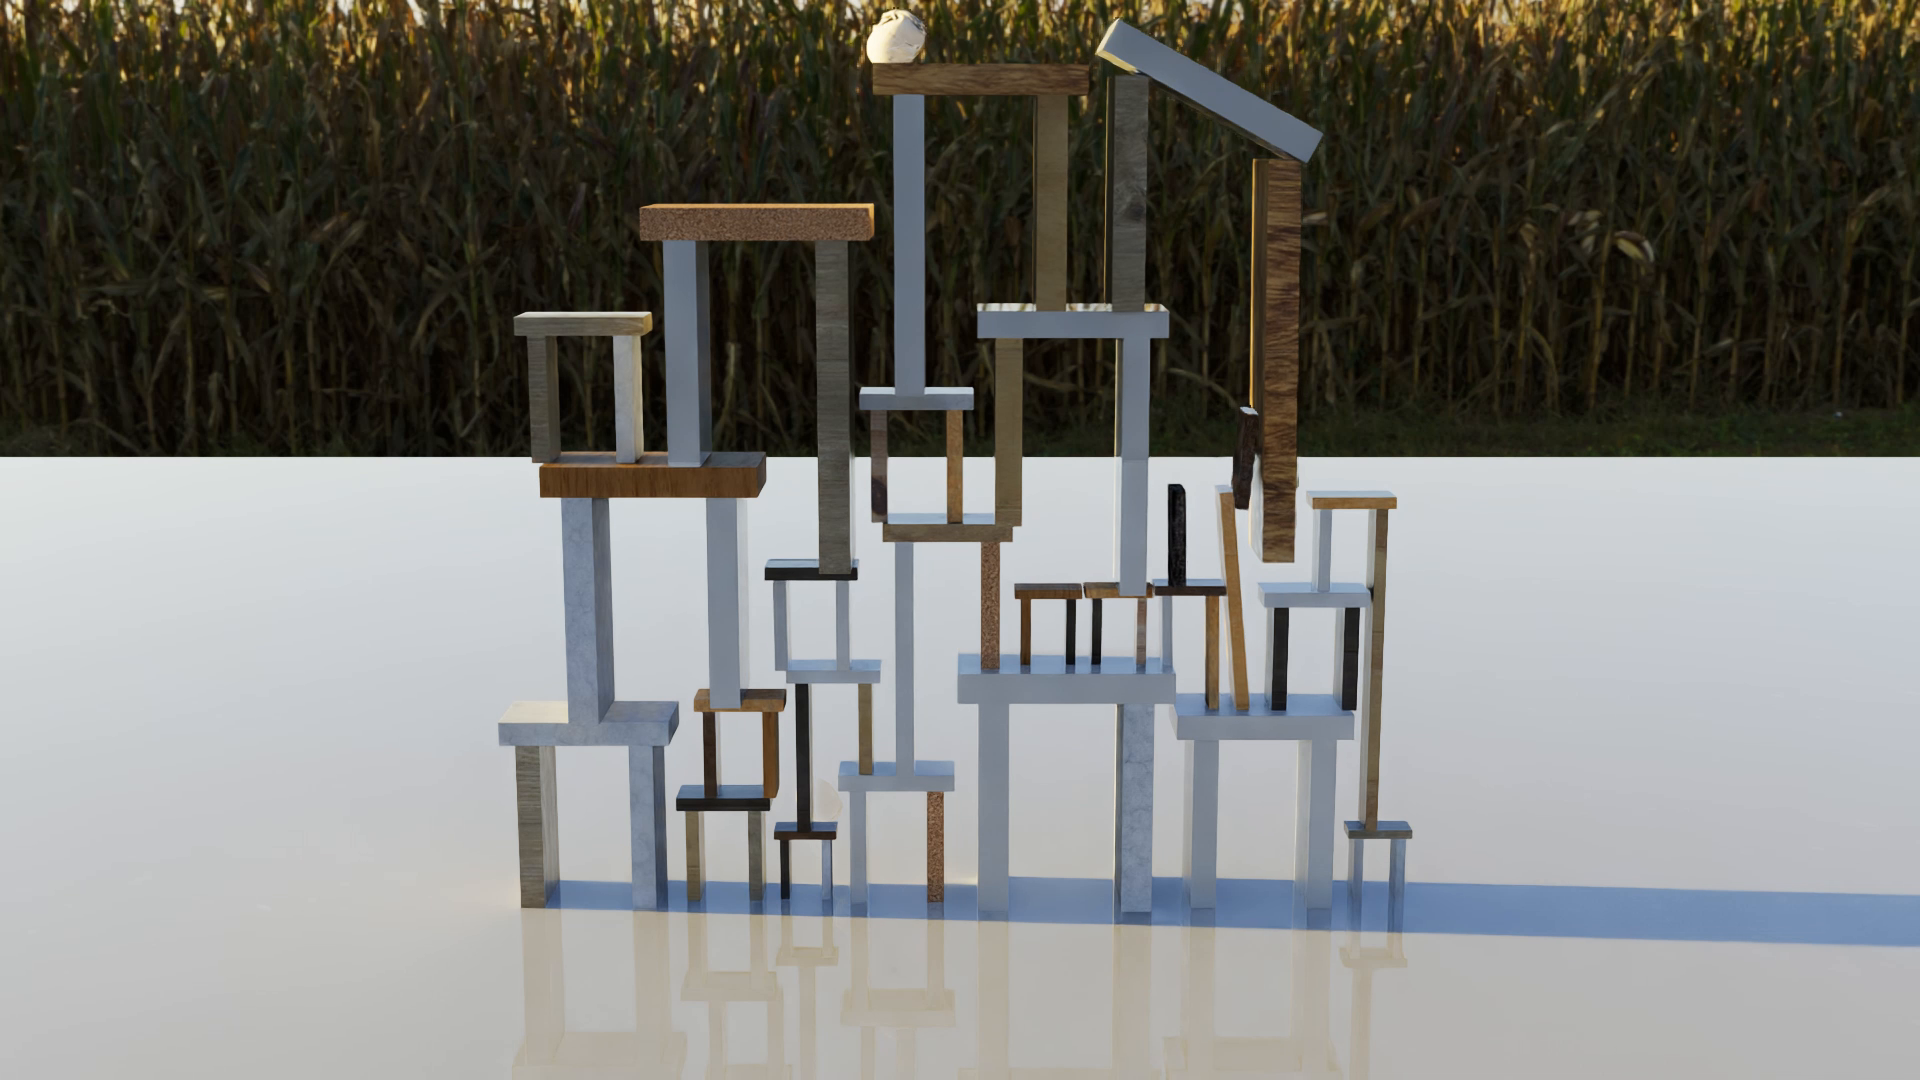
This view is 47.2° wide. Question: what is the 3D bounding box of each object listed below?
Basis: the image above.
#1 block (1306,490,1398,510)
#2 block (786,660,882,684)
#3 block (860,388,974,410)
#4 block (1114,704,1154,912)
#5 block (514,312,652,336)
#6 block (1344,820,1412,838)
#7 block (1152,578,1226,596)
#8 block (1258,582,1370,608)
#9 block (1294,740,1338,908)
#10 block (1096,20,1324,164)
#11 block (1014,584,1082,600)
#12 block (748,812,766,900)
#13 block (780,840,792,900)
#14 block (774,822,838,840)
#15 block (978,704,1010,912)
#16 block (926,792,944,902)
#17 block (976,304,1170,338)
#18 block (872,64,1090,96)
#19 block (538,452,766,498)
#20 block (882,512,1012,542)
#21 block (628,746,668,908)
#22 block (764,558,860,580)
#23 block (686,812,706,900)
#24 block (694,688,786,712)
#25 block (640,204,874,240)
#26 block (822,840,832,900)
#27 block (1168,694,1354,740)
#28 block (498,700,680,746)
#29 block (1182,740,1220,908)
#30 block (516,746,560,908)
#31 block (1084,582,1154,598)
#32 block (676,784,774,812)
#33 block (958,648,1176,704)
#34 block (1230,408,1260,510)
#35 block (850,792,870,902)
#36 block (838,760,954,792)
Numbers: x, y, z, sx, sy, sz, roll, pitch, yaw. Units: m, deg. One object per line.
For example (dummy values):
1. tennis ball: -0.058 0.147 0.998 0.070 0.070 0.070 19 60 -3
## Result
1. block: 0.631 -0.065 3.551 0.135 0.019 0.068 0 11 0
2. block: -0.206 0.215 3.603 0.153 0.022 0.077 0 11 0
3. block: -0.069 -0.227 3.521 0.181 0.026 0.090 0 11 0
4. block: 0.287 0.418 3.638 0.049 0.349 0.175 0 11 0
5. block: -0.598 -0.344 3.498 0.203 0.029 0.101 0 11 0
6. block: 0.693 0.480 3.647 0.104 0.015 0.052 0 11 0
7. block: 0.372 0.077 3.573 0.115 0.016 0.058 0 11 0
8. block: 0.575 0.089 3.580 0.171 0.024 0.086 0 11 0
9. block: 0.588 0.450 3.643 0.040 0.285 0.143 0 11 0
10. block: 0.386 -0.698 3.432 0.358 0.051 0.179 28 9 -5
11. block: 0.143 0.083 3.576 0.109 0.015 0.054 0 11 0
12. block: -0.337 0.514 3.659 0.022 0.154 0.077 0 11 0
13. block: -0.289 0.540 3.659 0.015 0.103 0.051 0 11 0
14. block: -0.255 0.482 3.648 0.103 0.015 0.051 0 11 0
15. block: 0.054 0.418 3.638 0.049 0.349 0.175 0 11 0
16. block: -0.041 0.496 3.657 0.027 0.190 0.095 0 11 0
17. block: 0.176 -0.348 3.492 0.298 0.042 0.149 0 11 0
18. block: 0.032 -0.717 3.428 0.329 0.047 0.165 0 11 0
19. block: -0.489 -0.106 3.537 0.342 0.048 0.171 0 11 0
20. block: -0.020 -0.020 3.553 0.208 0.029 0.104 0 11 0
21. block: -0.516 0.455 3.644 0.039 0.275 0.137 0 11 0
22. block: -0.239 0.048 3.568 0.149 0.021 0.075 0 11 0
23. block: -0.440 0.514 3.659 0.022 0.154 0.077 0 11 0
24. block: -0.360 0.263 3.612 0.146 0.021 0.073 0 10 0
25. block: -0.315 -0.501 3.465 0.353 0.050 0.176 0 11 0
26. block: -0.221 0.540 3.659 0.015 0.103 0.051 0 11 0
27. block: 0.493 0.290 3.613 0.285 0.040 0.143 0 11 0
28. block: -0.608 0.301 3.615 0.274 0.039 0.137 0 11 0
29. block: 0.398 0.450 3.643 0.040 0.285 0.143 0 11 0
30. block: -0.699 0.455 3.644 0.039 0.275 0.137 0 11 0
31. block: 0.257 0.082 3.579 0.110 0.016 0.055 0 11 -1
32. block: -0.389 0.427 3.643 0.154 0.022 0.077 0 10 0
33. block: 0.171 0.222 3.601 0.349 0.049 0.175 0 11 0
34. block: 0.457 -0.131 3.536 0.022 0.155 0.077 5 11 -1
35. block: -0.167 0.496 3.657 0.027 0.190 0.095 0 11 0
36. block: -0.104 0.389 3.637 0.190 0.027 0.095 0 11 0
